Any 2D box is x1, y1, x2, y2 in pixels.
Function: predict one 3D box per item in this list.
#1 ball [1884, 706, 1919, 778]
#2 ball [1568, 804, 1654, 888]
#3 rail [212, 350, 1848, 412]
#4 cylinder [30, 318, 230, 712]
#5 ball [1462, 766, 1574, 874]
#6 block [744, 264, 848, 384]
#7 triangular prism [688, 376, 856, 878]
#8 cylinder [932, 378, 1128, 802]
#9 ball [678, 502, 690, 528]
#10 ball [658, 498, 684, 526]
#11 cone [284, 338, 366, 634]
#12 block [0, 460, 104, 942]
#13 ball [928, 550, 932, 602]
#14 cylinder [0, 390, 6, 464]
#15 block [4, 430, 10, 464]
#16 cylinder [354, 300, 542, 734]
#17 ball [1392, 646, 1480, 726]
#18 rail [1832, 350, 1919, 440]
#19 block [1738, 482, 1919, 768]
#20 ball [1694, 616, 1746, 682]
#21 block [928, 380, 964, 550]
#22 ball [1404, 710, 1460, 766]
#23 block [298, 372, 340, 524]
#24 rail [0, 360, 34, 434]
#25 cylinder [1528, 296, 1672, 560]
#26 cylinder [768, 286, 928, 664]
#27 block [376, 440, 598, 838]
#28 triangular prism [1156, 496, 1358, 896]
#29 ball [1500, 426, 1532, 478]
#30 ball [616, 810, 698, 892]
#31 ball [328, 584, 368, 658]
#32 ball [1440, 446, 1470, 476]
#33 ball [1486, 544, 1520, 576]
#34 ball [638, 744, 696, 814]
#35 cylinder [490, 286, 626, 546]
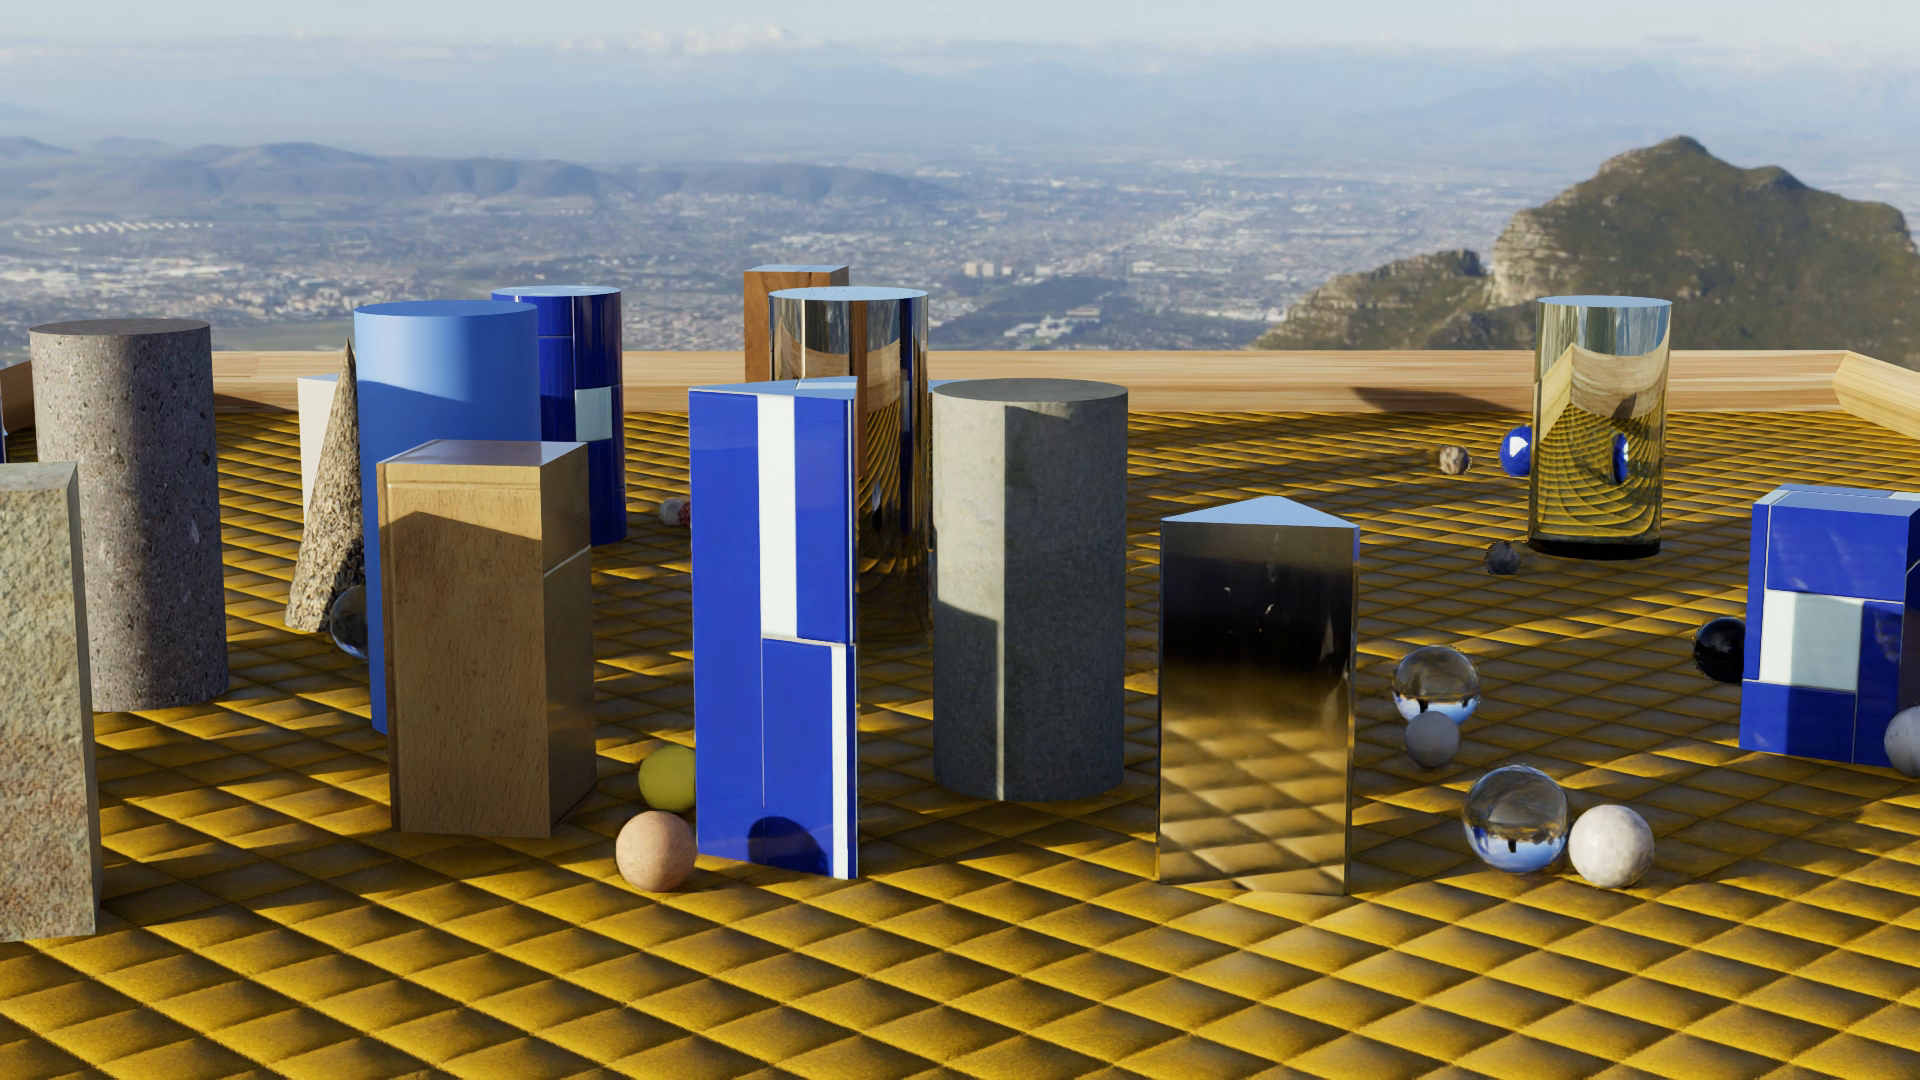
[{"bbox_3d":[0.996,0.209,2.653,0.075,0.075,0.075,0,10,0],"label":"ball"},{"bbox_3d":[0.584,0.274,2.299,0.075,0.075,0.075,0,10,0],"label":"ball"},{"bbox_3d":[-0.012,-0.333,5.424,3.796,0.129,0.045,0,10,0],"label":"rail"},{"bbox_3d":[-0.964,-0.033,2.985,0.198,0.430,0.198,0,10,0],"label":"cylinder"},{"bbox_3d":[0.508,0.255,2.338,0.099,0.099,0.099,0,10,0],"label":"ball"},{"bbox_3d":[-0.296,-0.315,4.690,0.158,0.363,0.158,2,11,10],"label":"block"},{"bbox_3d":[-0.136,0.073,2.391,0.171,0.438,0.148,6,12,28],"label":"triangular prism"},{"bbox_3d":[0.071,0.046,2.629,0.198,0.403,0.198,0,10,0],"label":"cylinder"},{"bbox_3d":[-0.425,-0.039,4.076,0.045,0.045,0.045,0,10,0],"label":"ball"},{"bbox_3d":[-0.459,-0.045,4.106,0.045,0.045,0.045,0,10,0],"label":"ball"},{"bbox_3d":[-0.802,-0.082,3.394,0.198,0.376,0.198,0,10,0],"label":"cone"},{"bbox_3d":[-0.832,0.136,2.197,0.158,0.383,0.158,-3,11,-15],"label":"block"},{"bbox_3d":[-0.003,0.047,3.304,0.096,0.096,0.096,0,10,0],"label":"ball"},{"bbox_3d":[-1.044,0.024,2.542,0.198,0.480,0.198,0,10,0],"label":"cylinder"},{"bbox_3d":[-1.203,0.022,3.028,0.158,0.306,0.158,-5,11,-23],"label":"block"},{"bbox_3d":[-0.563,-0.026,2.855,0.198,0.464,0.198,0,10,0],"label":"cylinder"},{"bbox_3d":[0.525,0.165,2.833,0.096,0.096,0.096,0,10,0],"label":"ball"},{"bbox_3d":[1.874,0.031,3.459,0.045,0.129,4.066,0,10,0],"label":"rail"},{"bbox_3d":[0.948,0.088,2.775,0.158,0.268,0.158,6,12,29],"label":"block"},{"bbox_3d":[0.917,0.131,3.065,0.078,0.078,0.078,0,10,0],"label":"ball"},{"bbox_3d":[-0.030,-0.119,3.967,0.158,0.240,0.158,-1,11,-8],"label":"block"},{"bbox_3d":[0.497,0.209,2.698,0.058,0.058,0.058,0,10,0],"label":"ball"},{"bbox_3d":[-0.829,-0.091,3.682,0.158,0.289,0.158,7,13,34],"label":"block"},{"bbox_3d":[-1.874,0.035,3.438,0.045,0.129,4.066,0,10,0],"label":"rail"},{"bbox_3d":[0.968,-0.173,3.888,0.198,0.377,0.198,0,10,0],"label":"cylinder"},{"bbox_3d":[-0.138,-0.086,3.222,0.198,0.447,0.198,0,10,0],"label":"cylinder"},{"bbox_3d":[-0.458,0.092,2.504,0.158,0.359,0.158,1,11,8],"label":"block"},{"bbox_3d":[0.276,0.136,2.338,0.171,0.333,0.148,2,11,12],"label":"triangular prism"},{"bbox_3d":[1.011,-0.158,4.582,0.093,0.093,0.093,0,10,0],"label":"ball"},{"bbox_3d":[-0.271,0.277,2.288,0.073,0.073,0.073,0,10,0],"label":"ball"},{"bbox_3d":[-0.736,0.101,3.186,0.093,0.093,0.093,0,10,0],"label":"ball"},{"bbox_3d":[0.888,-0.142,4.608,0.053,0.053,0.053,0,10,0],"label":"ball"},{"bbox_3d":[0.785,0.028,3.706,0.047,0.047,0.047,0,10,0],"label":"ball"},{"bbox_3d":[-0.283,0.235,2.528,0.068,0.068,0.068,0,10,0],"label":"ball"},{"bbox_3d":[-0.621,-0.194,3.980,0.198,0.385,0.198,0,10,0],"label":"cylinder"}]
